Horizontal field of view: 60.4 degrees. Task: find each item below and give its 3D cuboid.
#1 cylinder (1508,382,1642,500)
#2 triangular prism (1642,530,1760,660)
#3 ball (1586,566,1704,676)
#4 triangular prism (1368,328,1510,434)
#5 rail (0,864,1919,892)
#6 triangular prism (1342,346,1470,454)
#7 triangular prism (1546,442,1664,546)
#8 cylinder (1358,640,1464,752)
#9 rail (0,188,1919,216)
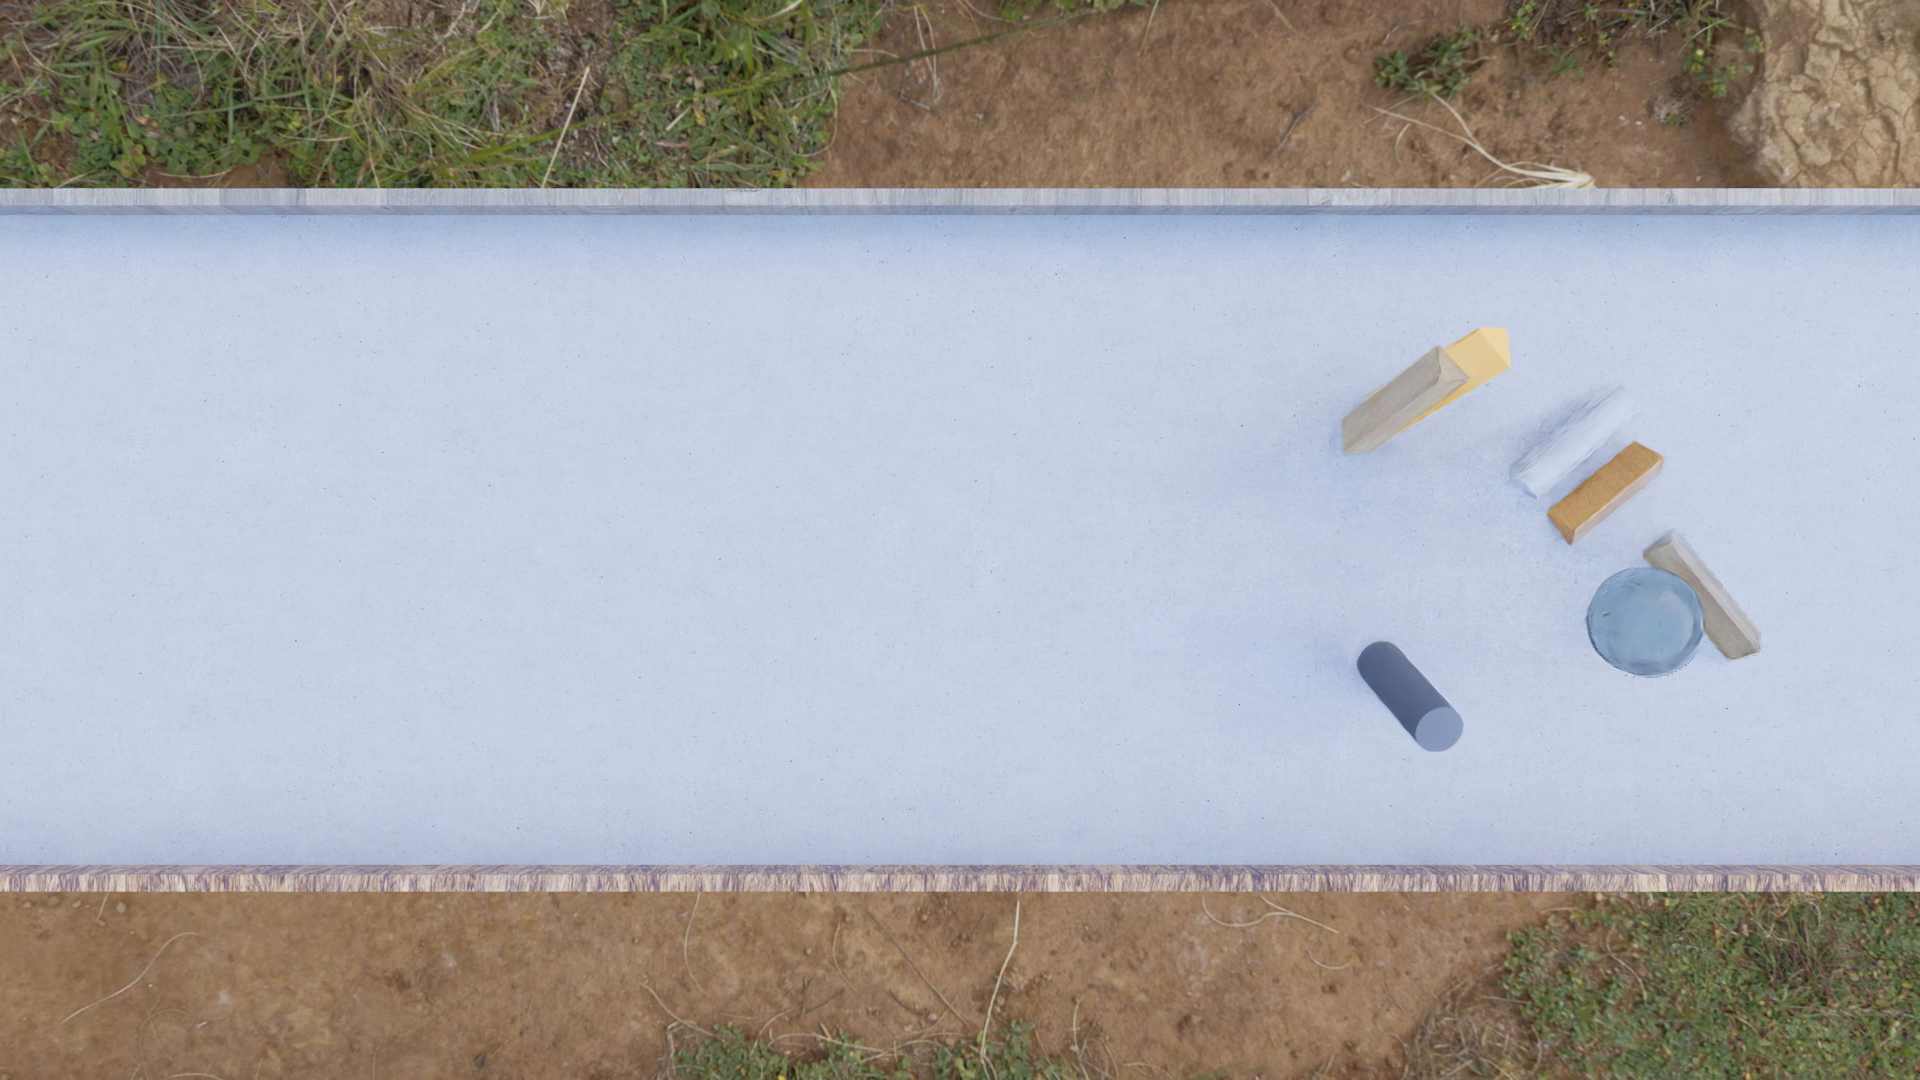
[{"bbox_3d":[1.859,-0.299,4.991,0.401,0.123,0.123,-42,90,6],"label":"cylinder"},{"bbox_3d":[2.273,0.170,5.013,0.121,0.105,0.425,-39,91,2],"label":"triangular prism"},{"bbox_3d":[2.027,0.240,4.886,0.324,0.324,0.324,0,90,0],"label":"ball"},{"bbox_3d":[1.429,-0.492,4.884,0.145,0.422,0.126,49,45,-6],"label":"triangular prism"},{"bbox_3d":[-2.247,1.025,5.001,12.000,0.150,0.050,0,90,0],"label":"rail"},{"bbox_3d":[1.297,-0.415,4.893,0.135,0.409,0.117,-7,66,-39],"label":"triangular prism"},{"bbox_3d":[1.977,-0.140,5.007,0.353,0.112,0.129,-39,95,-2],"label":"triangular prism"},{"bbox_3d":[1.316,0.454,4.844,0.141,0.445,0.141,-3,112,-8],"label":"cylinder"},{"bbox_3d":[-2.247,-1.025,5.002,12.000,0.150,0.050,0,90,0],"label":"rail"}]
